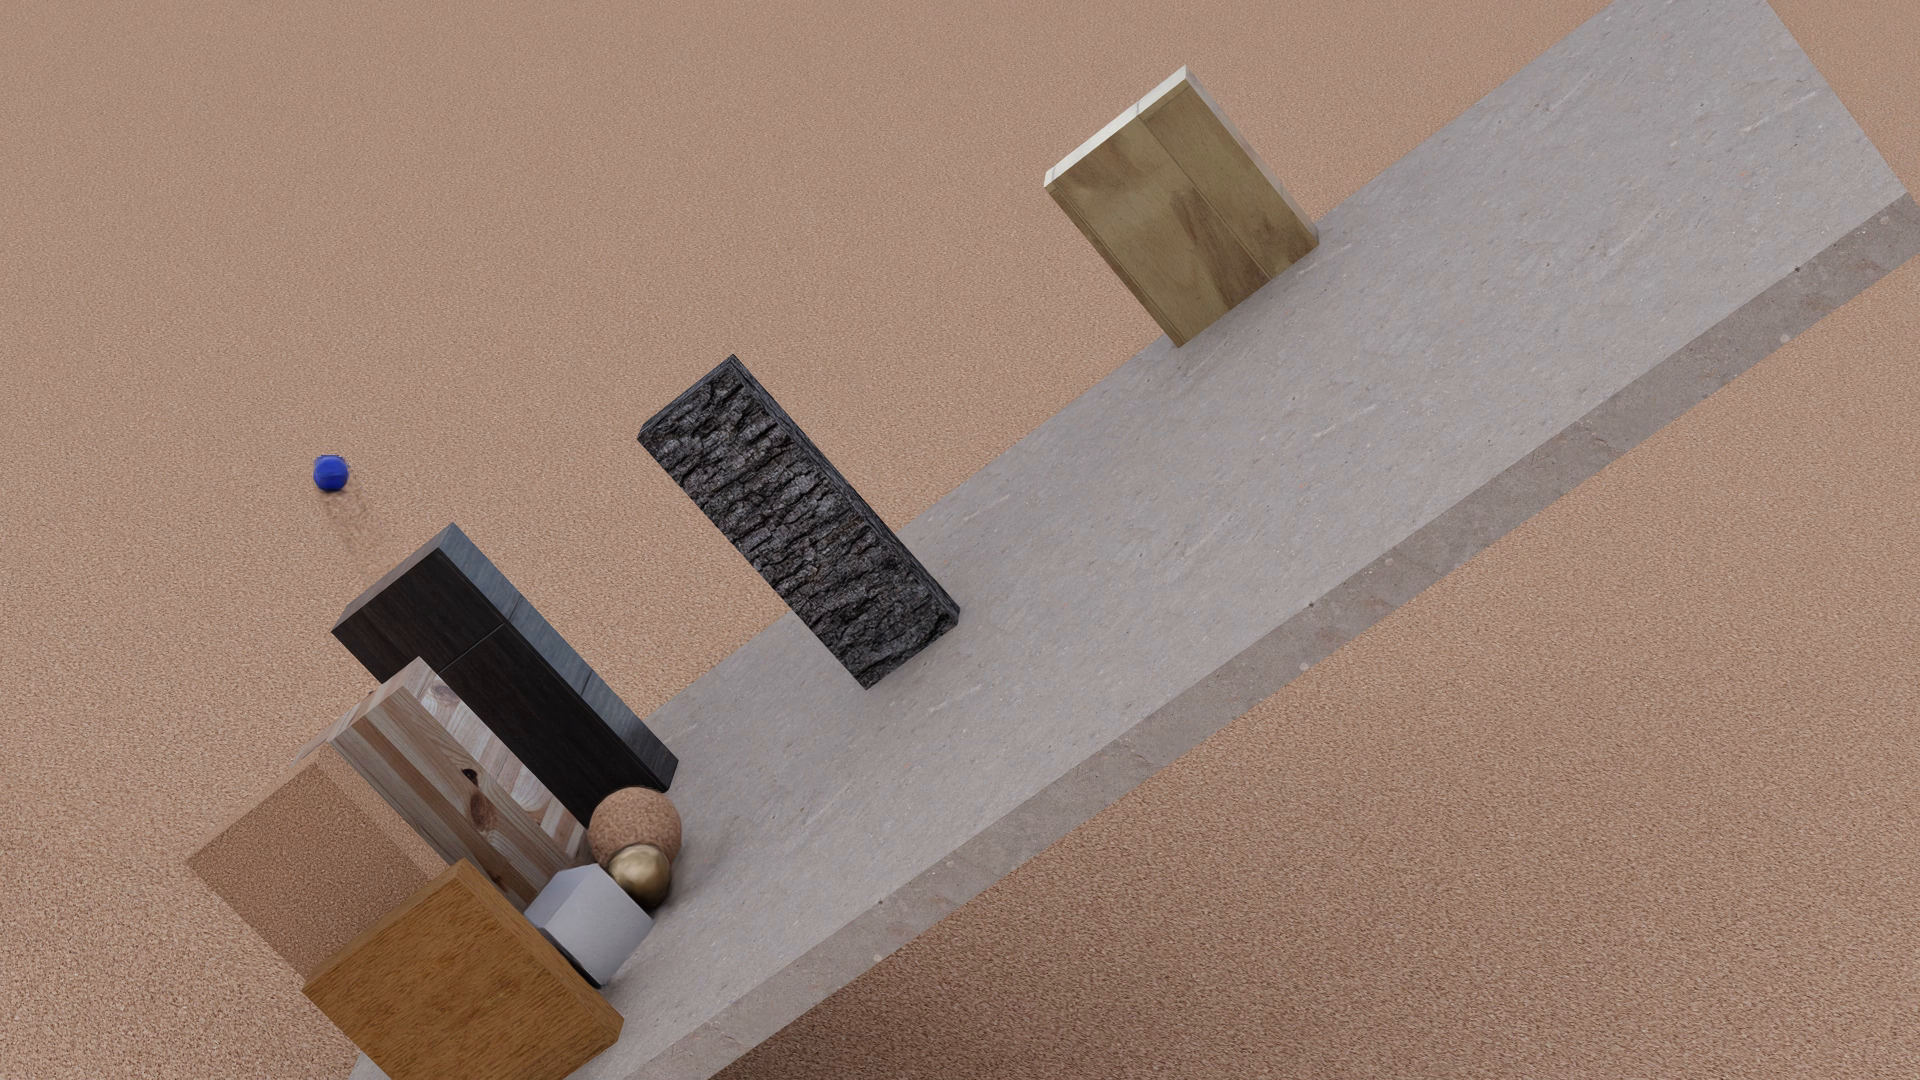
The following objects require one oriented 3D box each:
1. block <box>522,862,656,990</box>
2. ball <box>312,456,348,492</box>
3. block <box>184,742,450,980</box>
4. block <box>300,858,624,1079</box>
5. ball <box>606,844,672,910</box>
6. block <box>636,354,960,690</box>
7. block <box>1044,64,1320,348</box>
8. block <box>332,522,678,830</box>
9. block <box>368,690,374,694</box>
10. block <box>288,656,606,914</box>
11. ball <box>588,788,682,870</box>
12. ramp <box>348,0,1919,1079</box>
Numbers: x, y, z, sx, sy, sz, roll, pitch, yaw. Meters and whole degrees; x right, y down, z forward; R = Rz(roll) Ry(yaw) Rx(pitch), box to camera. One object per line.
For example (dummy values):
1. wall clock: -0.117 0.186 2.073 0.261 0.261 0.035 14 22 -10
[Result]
1. block: -0.812 0.832 6.289 0.186 0.186 0.186 -19 27 54
2. ball: -2.220 -0.231 10.378 0.124 0.124 0.124 0 24 0
3. block: -1.221 0.820 6.214 0.387 0.766 0.093 -36 16 18
4. block: -0.999 0.936 5.916 0.432 0.475 0.080 -36 16 18
5. ball: -0.694 0.728 6.354 0.145 0.145 0.145 0 24 0
6. block: -0.348 -0.033 6.433 0.265 0.766 0.086 -36 16 18
7. block: 0.517 -0.774 6.854 0.414 0.503 0.123 -36 16 18
8. block: -1.077 0.374 7.005 0.354 0.800 0.146 -36 16 18
9. block: -1.630 0.532 8.620 0.156 0.156 0.156 -10 26 -22
10. block: -1.102 0.642 6.514 0.368 0.710 0.143 -36 16 18
11. ball: -0.719 0.652 6.513 0.208 0.208 0.208 0 24 0
12. ramp: 0.119 0.186 6.345 4.000 0.100 2.000 -36 16 18
